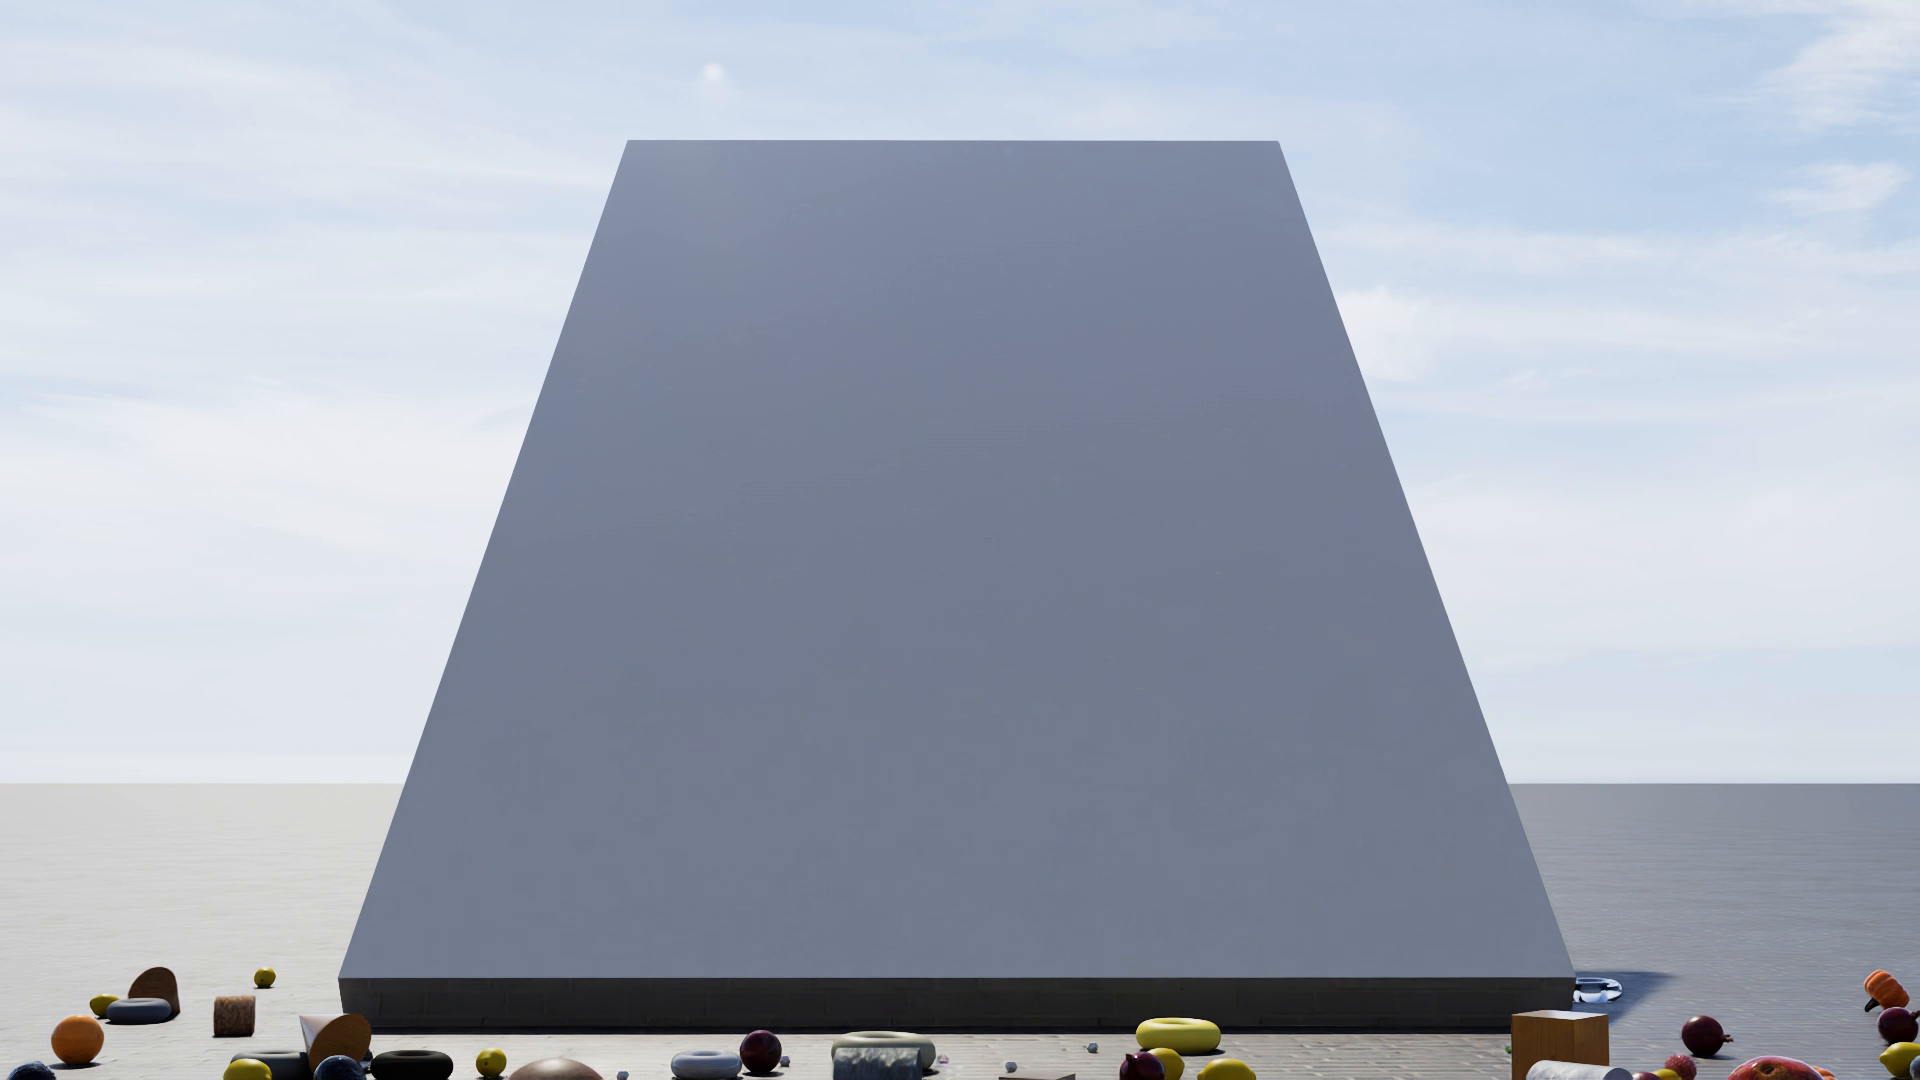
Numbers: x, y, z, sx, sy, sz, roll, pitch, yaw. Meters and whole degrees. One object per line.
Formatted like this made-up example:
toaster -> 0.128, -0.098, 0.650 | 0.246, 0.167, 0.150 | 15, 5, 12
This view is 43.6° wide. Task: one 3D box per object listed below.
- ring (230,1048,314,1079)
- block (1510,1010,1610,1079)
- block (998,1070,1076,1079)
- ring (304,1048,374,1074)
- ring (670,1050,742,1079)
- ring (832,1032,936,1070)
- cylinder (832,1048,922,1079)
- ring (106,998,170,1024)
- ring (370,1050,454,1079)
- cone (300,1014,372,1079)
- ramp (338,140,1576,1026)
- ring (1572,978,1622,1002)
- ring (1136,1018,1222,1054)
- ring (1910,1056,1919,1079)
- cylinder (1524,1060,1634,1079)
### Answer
ring -> -0.920, 0.706, 3.219 | 0.115, 0.038, 0.115 | 1, -7, 0
block -> 0.792, 0.673, 3.166 | 0.092, 0.092, 0.092 | -5, -8, 42
block -> 0.088, 0.642, 2.725 | 0.067, 0.067, 0.067 | -2, -6, 23
ring -> -0.862, 0.717, 3.314 | 0.102, 0.034, 0.102 | 1, -5, 0
ring -> -0.344, 0.712, 3.254 | 0.098, 0.033, 0.098 | 0, -4, 0
ring -> -0.106, 0.712, 3.331 | 0.146, 0.049, 0.146 | 1, -6, 0
cylinder -> -0.094, 0.632, 2.757 | 0.094, 0.094, 0.094 | 0, -6, 4
ring -> -1.369, 0.785, 4.000 | 0.103, 0.034, 0.103 | 0, -4, 0
ring -> -0.735, 0.706, 3.217 | 0.109, 0.036, 0.109 | 1, -5, 0
cone -> -0.863, 0.662, 3.234 | 0.098, 0.098, 0.098 | 24, 10, 37
ramp -> -0.012, -0.217, 5.648 | 2.000, 0.100, 4.000 | 0, 29, 0
ring -> 1.147, 0.819, 4.366 | 0.111, 0.037, 0.111 | -1, -5, 0
ring -> 0.326, 0.739, 3.579 | 0.127, 0.042, 0.127 | 1, -5, 0
ring -> 1.311, 0.699, 3.156 | 0.116, 0.039, 0.116 | 1, -6, 0
cylinder -> 0.677, 0.619, 2.618 | 0.093, 0.093, 0.093 | 5, -8, -43
